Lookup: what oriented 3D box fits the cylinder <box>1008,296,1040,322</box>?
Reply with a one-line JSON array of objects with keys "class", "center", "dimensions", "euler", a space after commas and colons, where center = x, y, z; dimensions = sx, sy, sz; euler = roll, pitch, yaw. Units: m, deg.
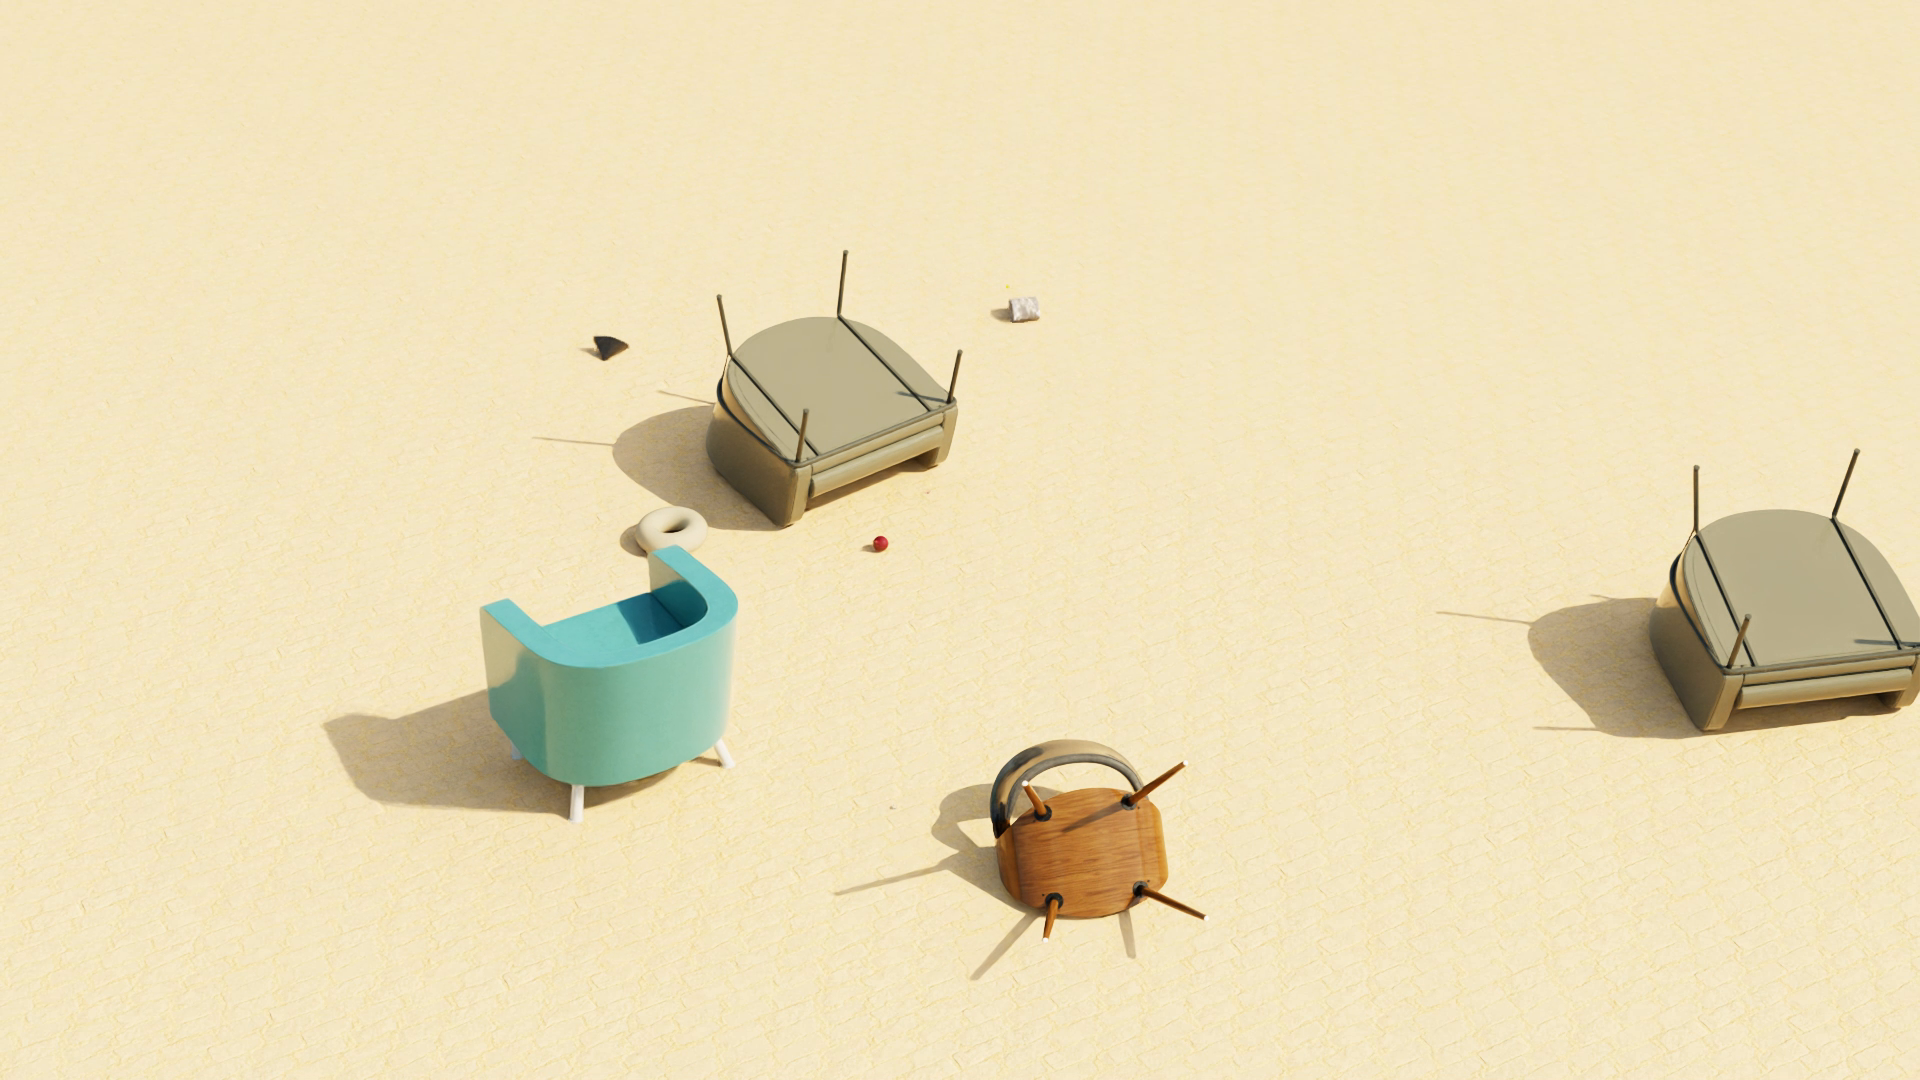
[{"class": "cylinder", "center": [0.270, -0.976, 12.351], "dimensions": [0.111, 0.080, 0.121], "euler": [-7, 44, -10]}]

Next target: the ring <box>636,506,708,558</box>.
[{"class": "ring", "center": [-1.072, -0.030, 10.908], "dimensions": [0.272, 0.092, 0.264], "euler": [-22, 41, -29]}]

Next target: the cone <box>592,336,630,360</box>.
[{"class": "cone", "center": [-1.453, -0.774, 12.080], "dimensions": [0.162, 0.094, 0.095], "euler": [10, 61, 14]}]
